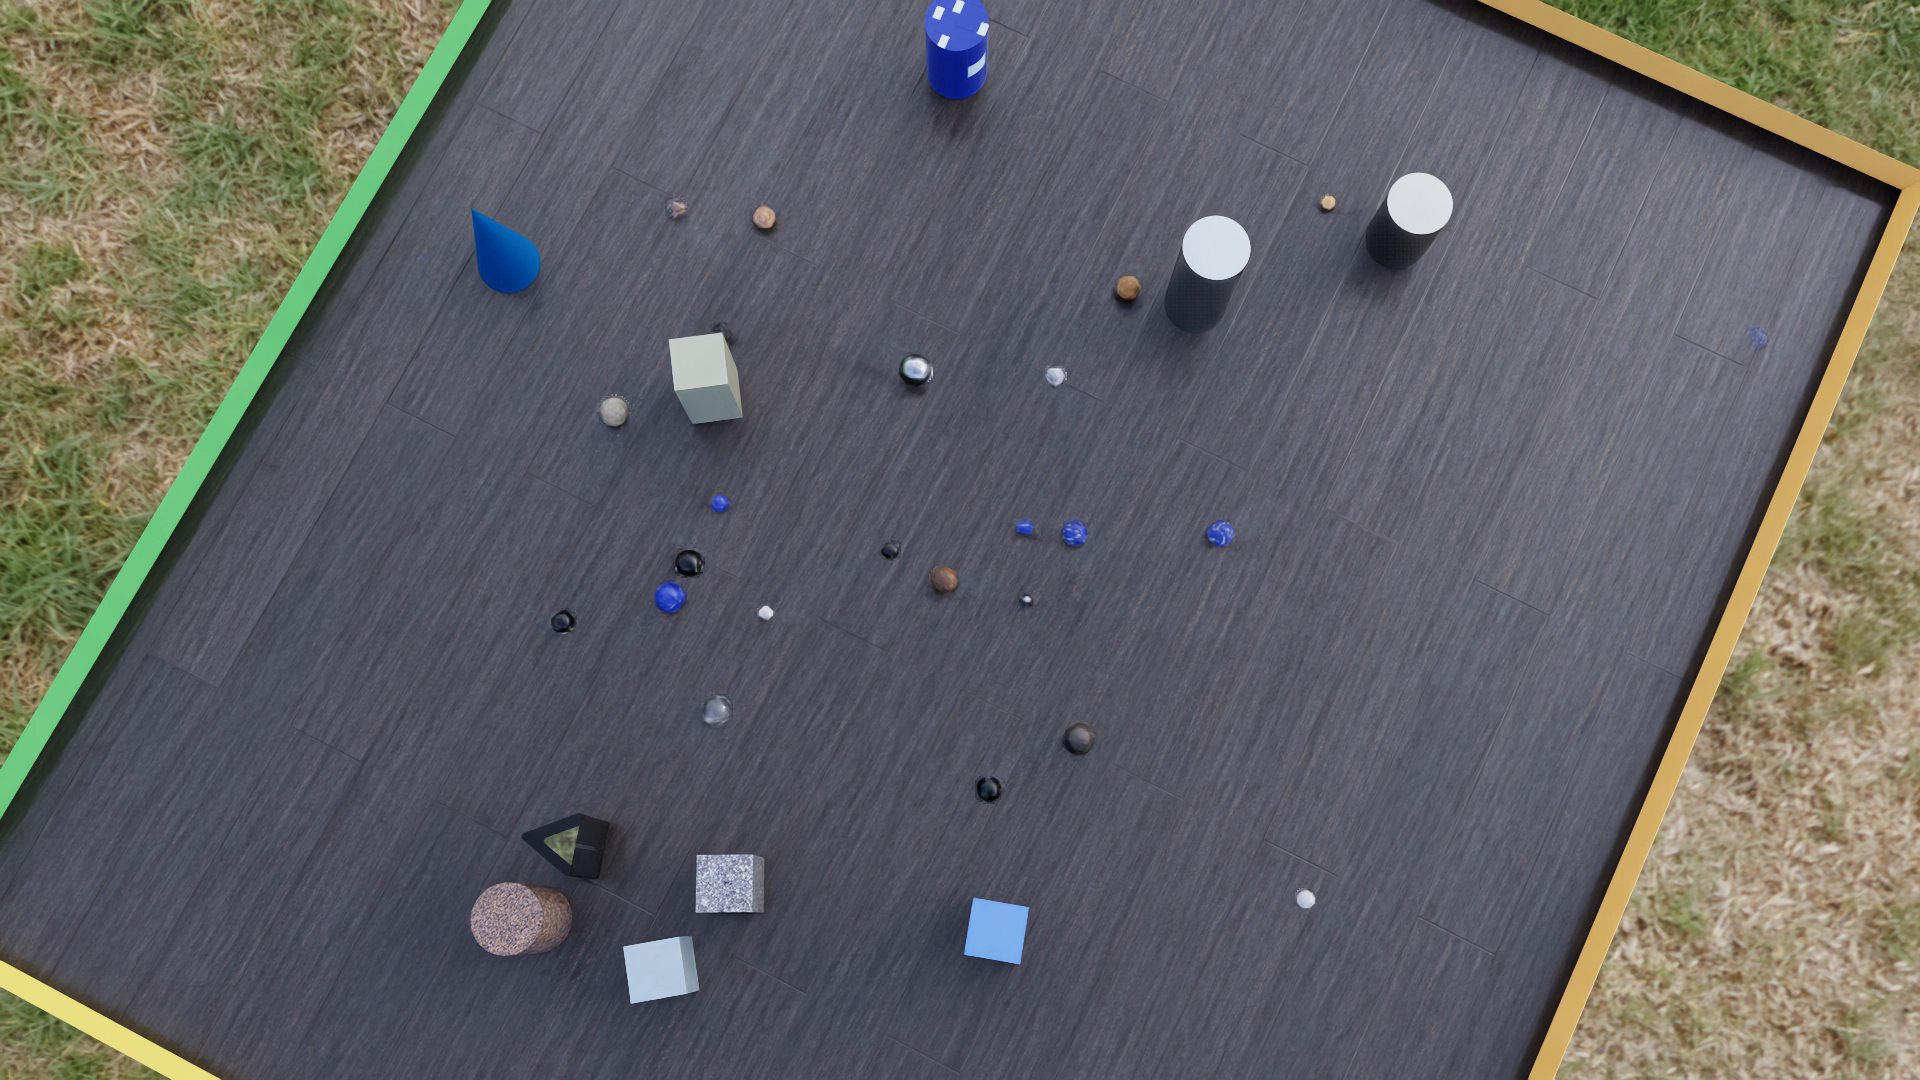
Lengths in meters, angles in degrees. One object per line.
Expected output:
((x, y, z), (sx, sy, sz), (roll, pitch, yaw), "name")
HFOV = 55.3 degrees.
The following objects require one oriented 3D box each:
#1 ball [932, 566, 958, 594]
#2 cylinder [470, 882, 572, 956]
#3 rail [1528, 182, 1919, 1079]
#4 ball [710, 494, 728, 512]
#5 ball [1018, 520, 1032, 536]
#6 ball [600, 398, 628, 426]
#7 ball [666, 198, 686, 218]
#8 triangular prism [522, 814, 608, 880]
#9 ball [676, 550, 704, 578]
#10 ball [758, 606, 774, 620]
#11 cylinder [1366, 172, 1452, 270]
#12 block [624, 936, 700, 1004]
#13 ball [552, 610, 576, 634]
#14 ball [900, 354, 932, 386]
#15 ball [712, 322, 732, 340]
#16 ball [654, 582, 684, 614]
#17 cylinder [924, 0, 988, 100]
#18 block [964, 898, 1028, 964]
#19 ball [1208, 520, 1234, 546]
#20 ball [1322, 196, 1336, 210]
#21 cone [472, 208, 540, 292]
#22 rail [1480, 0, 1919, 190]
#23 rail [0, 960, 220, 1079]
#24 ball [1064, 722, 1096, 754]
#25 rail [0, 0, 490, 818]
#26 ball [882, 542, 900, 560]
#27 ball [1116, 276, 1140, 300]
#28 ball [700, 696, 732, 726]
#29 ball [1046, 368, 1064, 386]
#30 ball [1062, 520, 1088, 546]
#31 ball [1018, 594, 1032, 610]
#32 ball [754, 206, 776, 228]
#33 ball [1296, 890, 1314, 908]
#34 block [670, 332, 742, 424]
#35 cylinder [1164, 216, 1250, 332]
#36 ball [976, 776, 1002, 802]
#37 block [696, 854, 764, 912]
((-0.045, 0.121, 5.550), (0.081, 0.081, 0.081), (0, 78, 0), "ball")
((-1.238, 1.074, 5.196), (0.197, 0.389, 0.197), (0, 78, 0), "cylinder")
((1.944, 0.958, 5.352), (0.045, 0.128, 4.782), (26, 80, 5), "rail")
((-0.736, -0.112, 5.612), (0.054, 0.054, 0.054), (0, 78, 0), "ball")
((0.198, -0.038, 5.600), (0.047, 0.047, 0.047), (0, 78, 0), "ball")
((-1.067, -0.396, 5.653), (0.089, 0.089, 0.089), (0, 78, 0), "ball")
((-0.900, -1.050, 5.803), (0.060, 0.060, 0.060), (0, 78, 0), "ball")
((-1.090, 0.850, 5.228), (0.170, 0.417, 0.148), (39, 81, 7), "triangular prism")
((-0.822, 0.071, 5.559), (0.084, 0.084, 0.084), (0, 78, 0), "ball")
((-0.587, 0.221, 5.549), (0.043, 0.043, 0.043), (0, 78, 0), "ball")
((1.384, -0.982, 5.664), (0.197, 0.306, 0.197), (0, 78, 0), "cylinder")
((-0.851, 1.225, 5.235), (0.157, 0.250, 0.157), (-10, 78, -2), "block")
((-1.197, 0.248, 5.530), (0.069, 0.069, 0.069), (0, 78, 0), "ball")
((-0.138, -0.528, 5.676), (0.098, 0.098, 0.098), (0, 78, 0), "ball")
((-0.743, -0.651, 5.721), (0.060, 0.060, 0.060), (0, 78, 0), "ball")
((-0.877, 0.175, 5.534), (0.092, 0.092, 0.092), (0, 78, 0), "ball")
((-0.010, -1.552, 5.766), (0.197, 0.335, 0.197), (0, 78, 0), "cylinder")
((0.102, 1.117, 5.242), (0.157, 0.280, 0.157), (9, 78, 2), "block")
((0.795, -0.020, 5.580), (0.080, 0.080, 0.080), (0, 78, 0), "ball")
((1.171, -1.071, 5.816), (0.044, 0.044, 0.044), (0, 78, 0), "ball")
((-1.426, -0.922, 5.573), (0.197, 0.460, 0.197), (0, 78, 0), "cone")
((1.059, -2.067, 5.978), (4.394, 0.128, 0.045), (26, 80, 5), "rail")
((-1.059, 2.080, 5.120), (4.394, 0.128, 0.045), (26, 80, 5), "rail")
((0.354, 0.591, 5.446), (0.094, 0.094, 0.094), (0, 78, 0), "ball")
((-1.944, -0.945, 5.746), (0.045, 0.128, 4.782), (26, 80, 5), "rail")
((-0.211, 0.032, 5.581), (0.056, 0.056, 0.056), (0, 78, 0), "ball")
((0.528, -0.790, 5.741), (0.076, 0.076, 0.076), (0, 78, 0), "ball")
((-0.727, 0.509, 5.464), (0.092, 0.092, 0.092), (0, 78, 0), "ball")
((0.295, -0.508, 5.693), (0.057, 0.057, 0.057), (0, 78, 0), "ball")
((0.351, -0.020, 5.582), (0.076, 0.076, 0.076), (0, 78, 0), "ball")
((0.199, 0.188, 5.555), (0.044, 0.044, 0.044), (0, 78, 0), "ball")
((-0.619, -1.018, 5.792), (0.069, 0.069, 0.069), (0, 78, 0), "ball")
((1.013, 1.054, 5.371), (0.054, 0.054, 0.054), (0, 78, 0), "ball")
((-0.763, -0.484, 5.530), (0.157, 0.367, 0.157), (-8, 78, -2), "block")
((0.741, -0.796, 5.533), (0.197, 0.486, 0.197), (0, 78, 0), "cylinder")
((0.085, 0.738, 5.426), (0.075, 0.075, 0.075), (0, 78, 0), "ball")
((-0.657, 0.988, 5.257), (0.157, 0.303, 0.157), (0, 78, 0), "block")
